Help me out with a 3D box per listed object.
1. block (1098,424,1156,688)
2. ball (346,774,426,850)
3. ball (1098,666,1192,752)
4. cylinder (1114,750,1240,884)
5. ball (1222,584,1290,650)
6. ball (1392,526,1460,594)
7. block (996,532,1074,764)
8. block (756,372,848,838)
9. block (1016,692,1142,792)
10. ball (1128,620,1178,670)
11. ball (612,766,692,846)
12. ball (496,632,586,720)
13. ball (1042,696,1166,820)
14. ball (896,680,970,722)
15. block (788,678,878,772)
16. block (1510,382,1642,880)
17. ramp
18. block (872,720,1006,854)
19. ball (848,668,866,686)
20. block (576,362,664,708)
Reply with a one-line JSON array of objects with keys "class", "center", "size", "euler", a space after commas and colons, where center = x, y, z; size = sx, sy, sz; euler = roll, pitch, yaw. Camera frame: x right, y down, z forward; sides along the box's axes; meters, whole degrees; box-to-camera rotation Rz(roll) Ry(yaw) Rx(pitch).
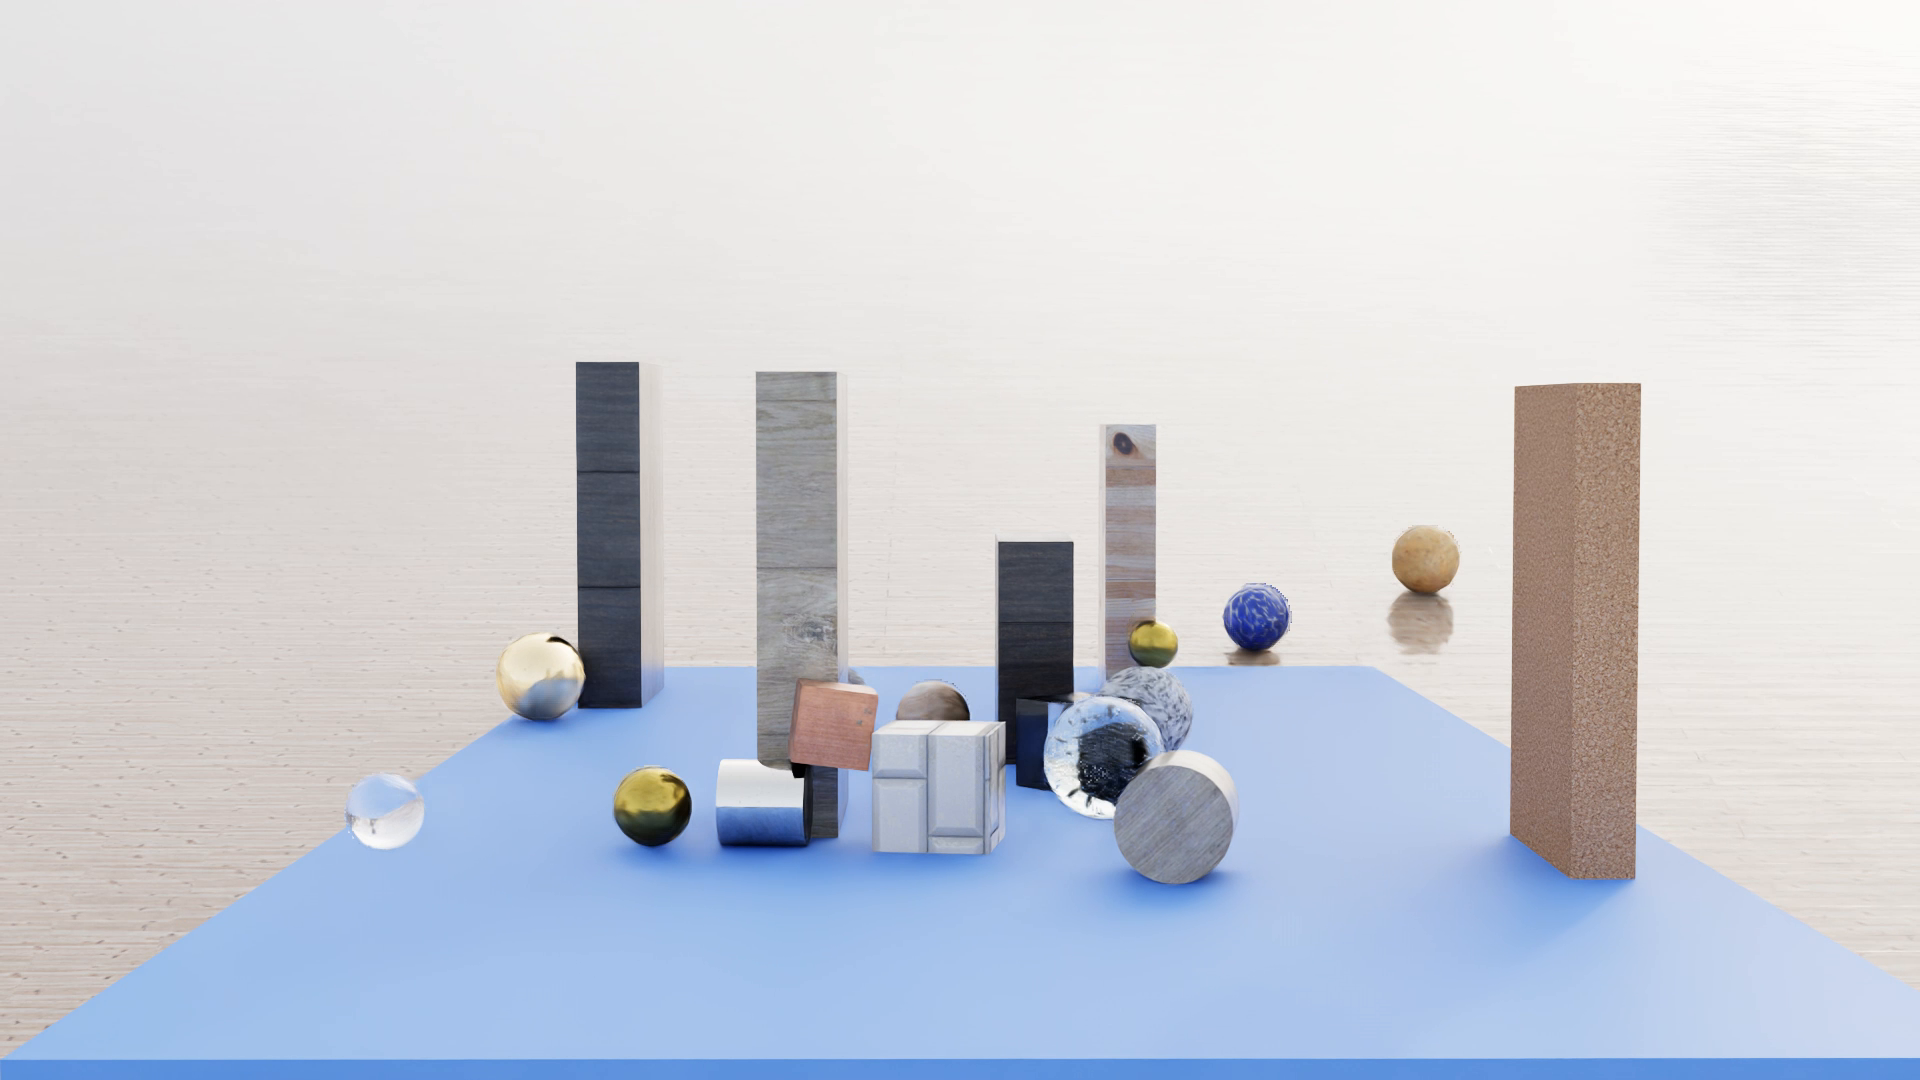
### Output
[{"class": "block", "center": [0.381, 0.043, 5.884], "size": [0.113, 0.616, 0.278], "euler": [0, 3, 0]}, {"class": "ball", "center": [-0.839, 0.397, 3.759], "size": [0.113, 0.113, 0.113], "euler": [0, 22, 0]}, {"class": "ball", "center": [0.331, 0.319, 4.676], "size": [0.180, 0.180, 0.180], "euler": [0, 22, 0]}, {"class": "cylinder", "center": [0.302, 0.381, 3.560], "size": [0.162, 0.162, 0.162], "euler": [4, 3, 9]}, {"class": "ball", "center": [0.786, 0.206, 6.829], "size": [0.175, 0.175, 0.175], "euler": [0, 22, 0]}, {"class": "ball", "center": [1.299, 0.054, 7.181], "size": [0.189, 0.189, 0.189], "euler": [0, 22, 0]}, {"class": "block", "center": [0.138, 0.197, 4.863], "size": [0.137, 0.407, 0.375], "euler": [0, 3, 0]}, {"class": "block", "center": [-0.244, 0.089, 4.042], "size": [0.121, 0.700, 0.381], "euler": [0, 3, 0]}, {"class": "block", "center": [0.203, 0.347, 4.403], "size": [0.151, 0.151, 0.151], "euler": [-2, 4, -40]}, {"class": "ball", "center": [0.429, 0.233, 5.699], "size": [0.111, 0.111, 0.111], "euler": [0, 22, 0]}, {"class": "ball", "center": [-0.453, 0.393, 3.797], "size": [0.116, 0.116, 0.116], "euler": [0, 22, 0]}, {"class": "ball", "center": [-0.875, 0.285, 5.368], "size": [0.184, 0.184, 0.184], "euler": [0, 22, 0]}, {"class": "ball", "center": [0.227, 0.342, 4.050], "size": [0.193, 0.193, 0.193], "euler": [0, 22, 0]}, {"class": "ball", "center": [-0.051, 0.333, 4.828], "size": [0.138, 0.138, 0.138], "euler": [0, 22, 0]}, {"class": "block", "center": [-0.189, 0.272, 3.803], "size": [0.113, 0.113, 0.113], "euler": [8, 2, -7]}, {"class": "block", "center": [0.879, 0.116, 3.695], "size": [0.089, 0.678, 0.385], "euler": [0, 3, 0]}, {"class": "ramp", "center": [0.051, 0.466, 4.534], "size": [2.000, 0.100, 4.000], "euler": [0, 3, 0]}, {"class": "block", "center": [-0.030, 0.364, 3.814], "size": [0.172, 0.172, 0.172], "euler": [0, 3, 9]}, {"class": "ball", "center": [-0.252, 0.319, 5.302], "size": [0.122, 0.122, 0.122], "euler": [0, 22, 0]}, {"class": "block", "center": [-0.762, -0.020, 5.796], "size": [0.138, 0.753, 0.439], "euler": [0, 3, 0]}]
